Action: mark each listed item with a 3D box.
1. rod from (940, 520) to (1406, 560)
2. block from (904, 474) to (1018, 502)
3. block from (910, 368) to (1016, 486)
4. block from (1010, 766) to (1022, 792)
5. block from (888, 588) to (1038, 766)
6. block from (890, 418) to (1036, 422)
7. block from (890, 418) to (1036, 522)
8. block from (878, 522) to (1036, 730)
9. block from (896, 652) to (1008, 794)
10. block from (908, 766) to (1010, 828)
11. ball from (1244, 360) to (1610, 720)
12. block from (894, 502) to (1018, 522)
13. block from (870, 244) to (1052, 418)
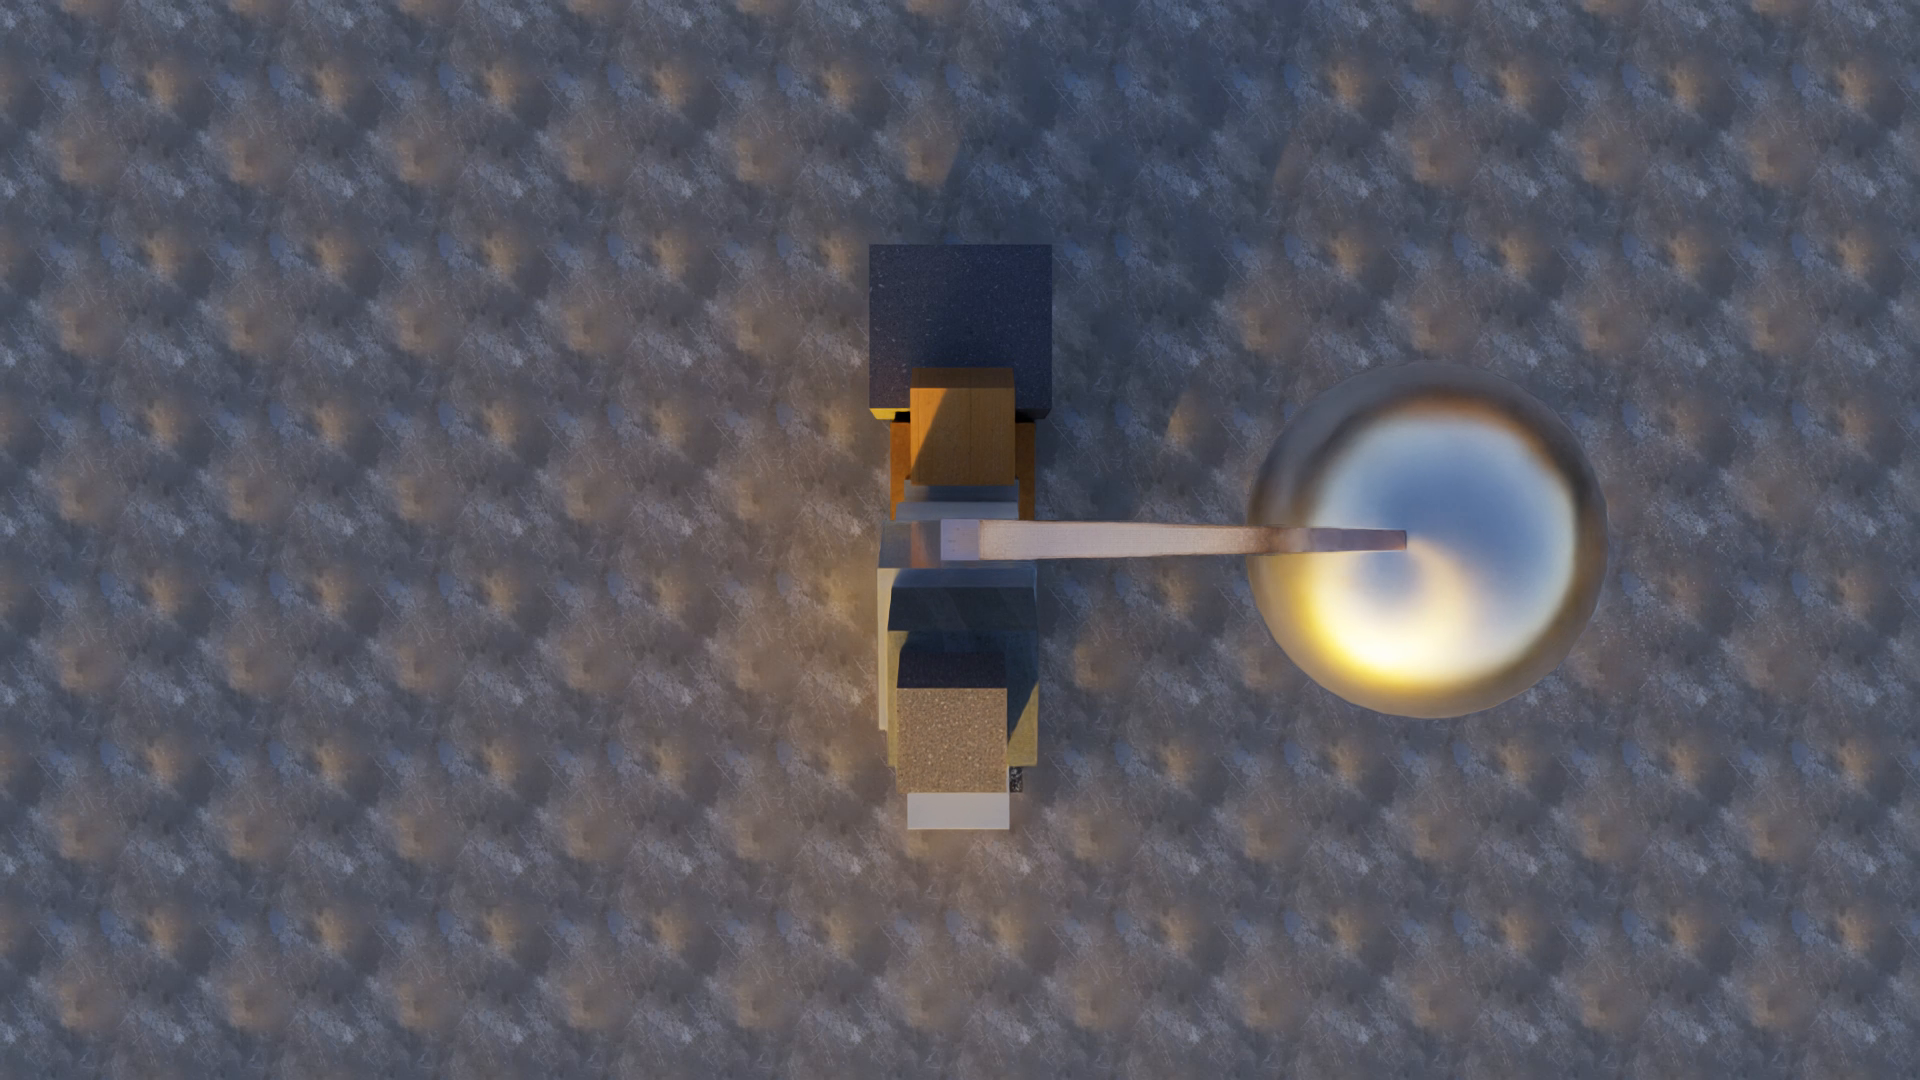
[{"bbox_3d":[0.899,0.000,6.642,0.080,5.200,0.080,0,90,20],"label":"rod"},{"bbox_3d":[0.008,-0.006,11.204,0.570,0.573,0.631,0,94,0],"label":"block"},{"bbox_3d":[0.013,-0.572,10.970,0.508,0.528,0.485,0,106,0],"label":"block"},{"bbox_3d":[0.006,1.083,12.639,0.689,0.718,0.653,0,90,0],"label":"block"},{"bbox_3d":[0.012,0.558,9.163,0.605,0.631,0.571,0,105,0],"label":"block"},{"bbox_3d":[0.016,-1.010,12.594,0.814,0.811,0.789,0,90,0],"label":"block"},{"bbox_3d":[0.014,-0.231,11.852,0.753,0.735,0.822,0,95,0],"label":"block"},{"bbox_3d":[-0.012,0.368,9.858,0.678,0.810,0.727,0,105,0],"label":"block"},{"bbox_3d":[-0.030,0.712,8.644,0.420,0.452,0.425,0,105,0],"label":"block"},{"bbox_3d":[-0.008,1.223,11.967,0.538,0.625,0.609,0,91,0],"label":"block"},{"bbox_3d":[2.074,0.000,9.833,1.600,1.600,1.600,0,90,0],"label":"ball"},{"bbox_3d":[-0.015,0.180,10.564,0.590,0.651,0.586,0,105,0],"label":"block"},{"bbox_3d":[0.003,-1.089,11.703,0.931,0.972,0.837,0,90,0],"label":"block"}]
